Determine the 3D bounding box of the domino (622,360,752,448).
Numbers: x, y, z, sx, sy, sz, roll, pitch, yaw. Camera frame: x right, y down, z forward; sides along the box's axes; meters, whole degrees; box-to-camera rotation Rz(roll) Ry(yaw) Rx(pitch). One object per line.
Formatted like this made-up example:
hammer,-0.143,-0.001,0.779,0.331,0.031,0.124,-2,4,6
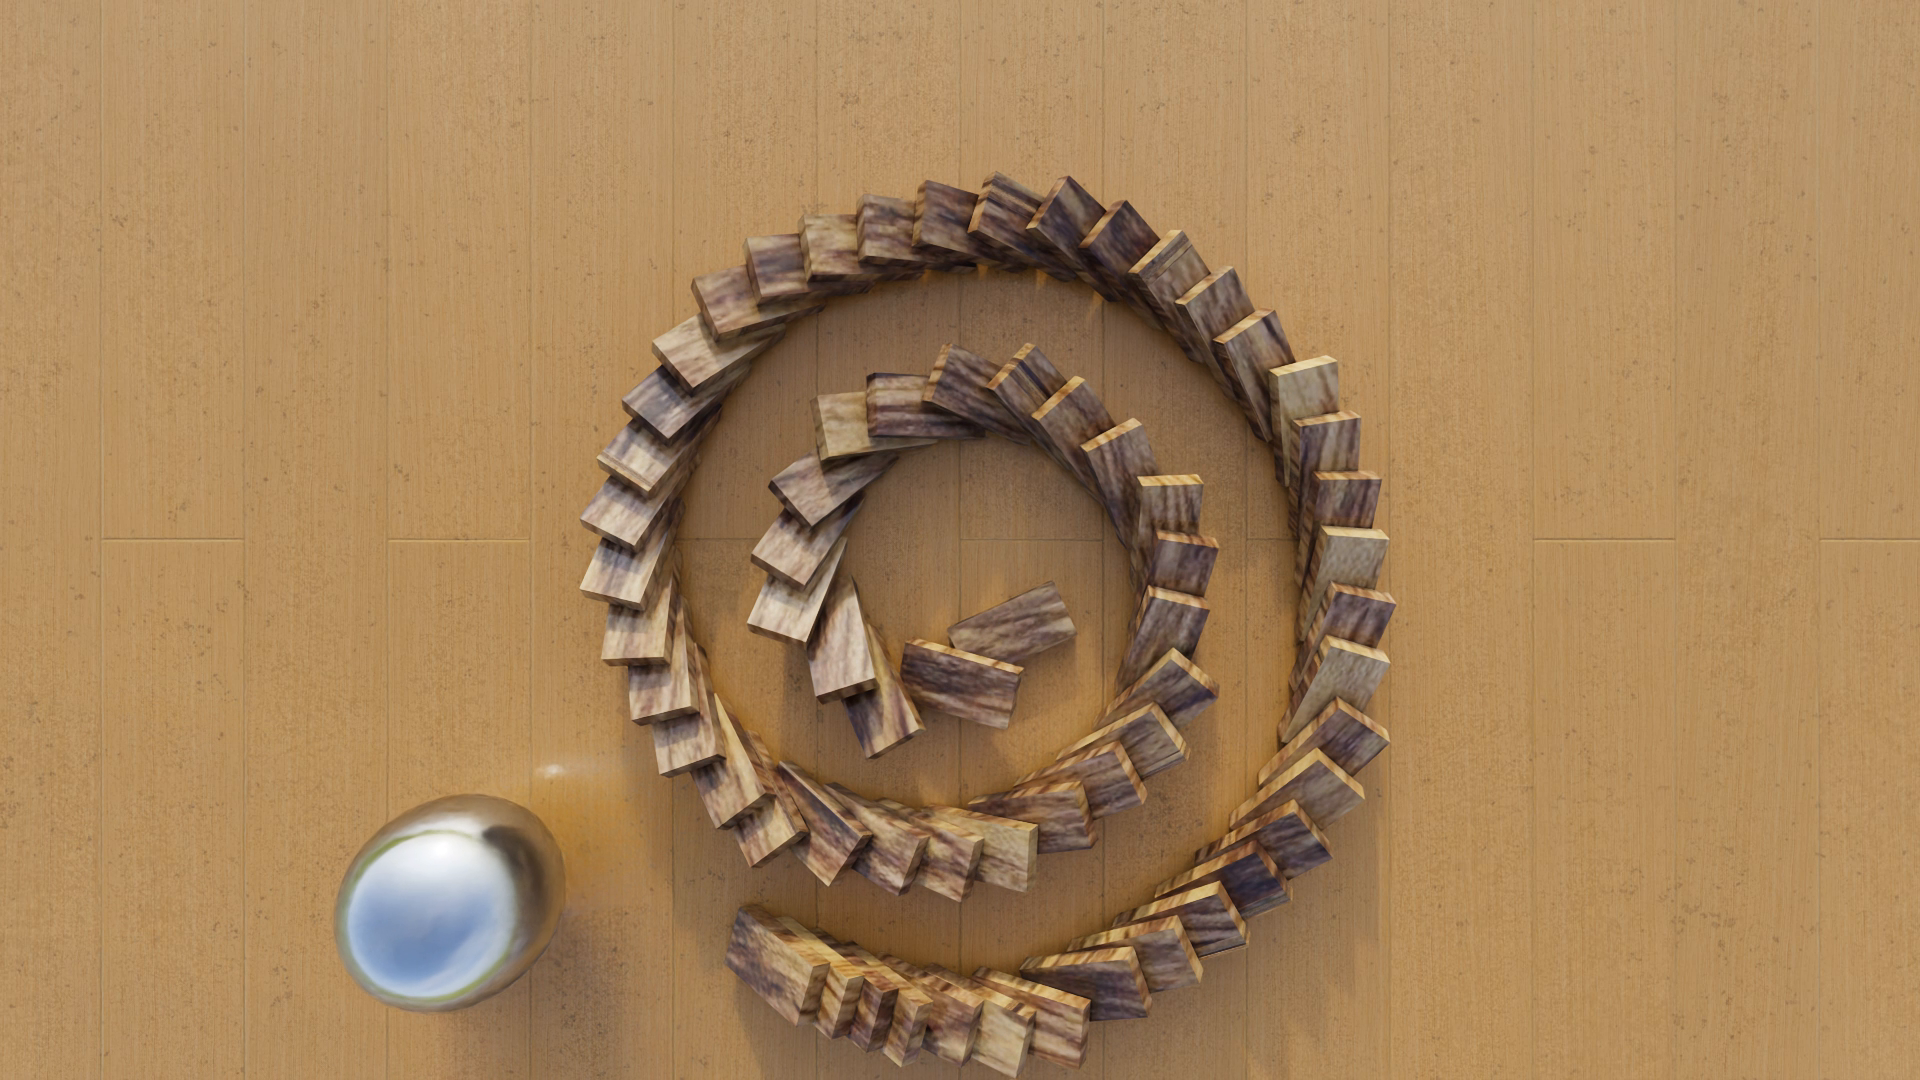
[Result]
domino,-0.114,-0.065,0.385,0.025,0.010,0.050,40,64,0

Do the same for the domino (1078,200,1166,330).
domino,0.075,-0.115,0.385,0.050,0.009,0.025,39,90,-26

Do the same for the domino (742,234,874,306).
domino,-0.063,-0.115,0.385,0.050,0.009,0.025,-14,90,-26

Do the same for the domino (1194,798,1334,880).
domino,0.127,0.132,0.385,0.050,0.010,0.025,-40,90,25

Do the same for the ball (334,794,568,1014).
ball,-0.198,0.141,0.360,0.080,0.080,0.080,0,90,0

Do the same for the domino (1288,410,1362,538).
domino,0.153,-0.027,0.385,0.025,0.009,0.050,-9,116,0

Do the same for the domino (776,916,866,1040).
domino,-0.063,0.180,0.380,0.050,0.010,0.025,16,90,40

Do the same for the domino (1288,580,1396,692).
domino,0.160,0.043,0.385,0.025,0.010,0.050,12,115,0

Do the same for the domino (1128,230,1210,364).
domino,0.095,-0.102,0.385,0.025,0.009,0.050,-44,115,0

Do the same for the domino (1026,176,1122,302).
domino,0.054,-0.126,0.385,0.050,0.010,0.025,33,90,-26

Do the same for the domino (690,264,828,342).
domino,-0.084,-0.103,0.385,0.050,0.009,0.025,-24,90,-26

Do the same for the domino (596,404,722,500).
domino,-0.125,-0.044,0.385,0.025,0.010,0.050,33,64,0

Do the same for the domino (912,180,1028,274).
domino,0.006,-0.131,0.385,0.050,0.009,0.025,6,90,-26

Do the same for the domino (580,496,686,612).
domino,-0.137,0.003,0.385,0.025,0.009,0.050,13,63,0

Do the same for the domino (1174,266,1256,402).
domino,0.113,-0.086,0.385,0.025,0.010,0.050,-38,116,0

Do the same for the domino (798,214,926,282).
domino,-0.041,-0.123,0.385,0.050,0.010,0.025,-9,90,-26

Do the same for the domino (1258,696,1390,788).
domino,0.152,0.092,0.385,0.025,0.010,0.050,34,116,0

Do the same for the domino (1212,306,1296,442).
domino,0.128,-0.069,0.385,0.025,0.010,0.050,-33,116,0

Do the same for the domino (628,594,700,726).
domino,-0.125,0.050,0.385,0.025,0.010,0.050,-14,64,0

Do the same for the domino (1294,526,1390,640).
domino,0.160,0.019,0.385,0.025,0.009,0.050,4,115,0

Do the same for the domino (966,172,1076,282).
domino,0.030,-0.131,0.385,0.050,0.009,0.025,18,90,-27

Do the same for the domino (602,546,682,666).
domino,-0.133,0.027,0.385,0.025,0.010,0.050,-2,64,0

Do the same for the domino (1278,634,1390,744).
domino,0.156,0.066,0.385,0.025,0.009,0.050,16,115,0

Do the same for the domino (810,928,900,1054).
domino,-0.049,0.186,0.380,0.050,0.010,0.025,16,90,40

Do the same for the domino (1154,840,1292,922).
domino,0.110,0.148,0.385,0.050,0.009,0.025,-36,90,25

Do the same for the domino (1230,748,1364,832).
domino,0.141,0.112,0.385,0.025,0.009,0.050,41,116,0

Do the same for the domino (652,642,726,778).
domino,-0.116,0.071,0.385,0.025,0.009,0.050,-19,65,0

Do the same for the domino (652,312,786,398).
domino,-0.100,-0.084,0.385,0.050,0.010,0.025,-41,90,-26

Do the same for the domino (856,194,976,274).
domino,-0.018,-0.128,0.385,0.050,0.009,0.025,-2,90,-26

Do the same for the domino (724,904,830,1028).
domino,-0.077,0.175,0.380,0.050,0.010,0.025,16,90,40

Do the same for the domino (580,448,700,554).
domino,-0.133,-0.022,0.385,0.025,0.010,0.050,26,64,0

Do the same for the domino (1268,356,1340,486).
domino,0.145,-0.049,0.385,0.025,0.009,0.050,-14,116,0

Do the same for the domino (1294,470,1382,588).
domino,0.158,-0.004,0.385,0.025,0.009,0.050,0,115,0
